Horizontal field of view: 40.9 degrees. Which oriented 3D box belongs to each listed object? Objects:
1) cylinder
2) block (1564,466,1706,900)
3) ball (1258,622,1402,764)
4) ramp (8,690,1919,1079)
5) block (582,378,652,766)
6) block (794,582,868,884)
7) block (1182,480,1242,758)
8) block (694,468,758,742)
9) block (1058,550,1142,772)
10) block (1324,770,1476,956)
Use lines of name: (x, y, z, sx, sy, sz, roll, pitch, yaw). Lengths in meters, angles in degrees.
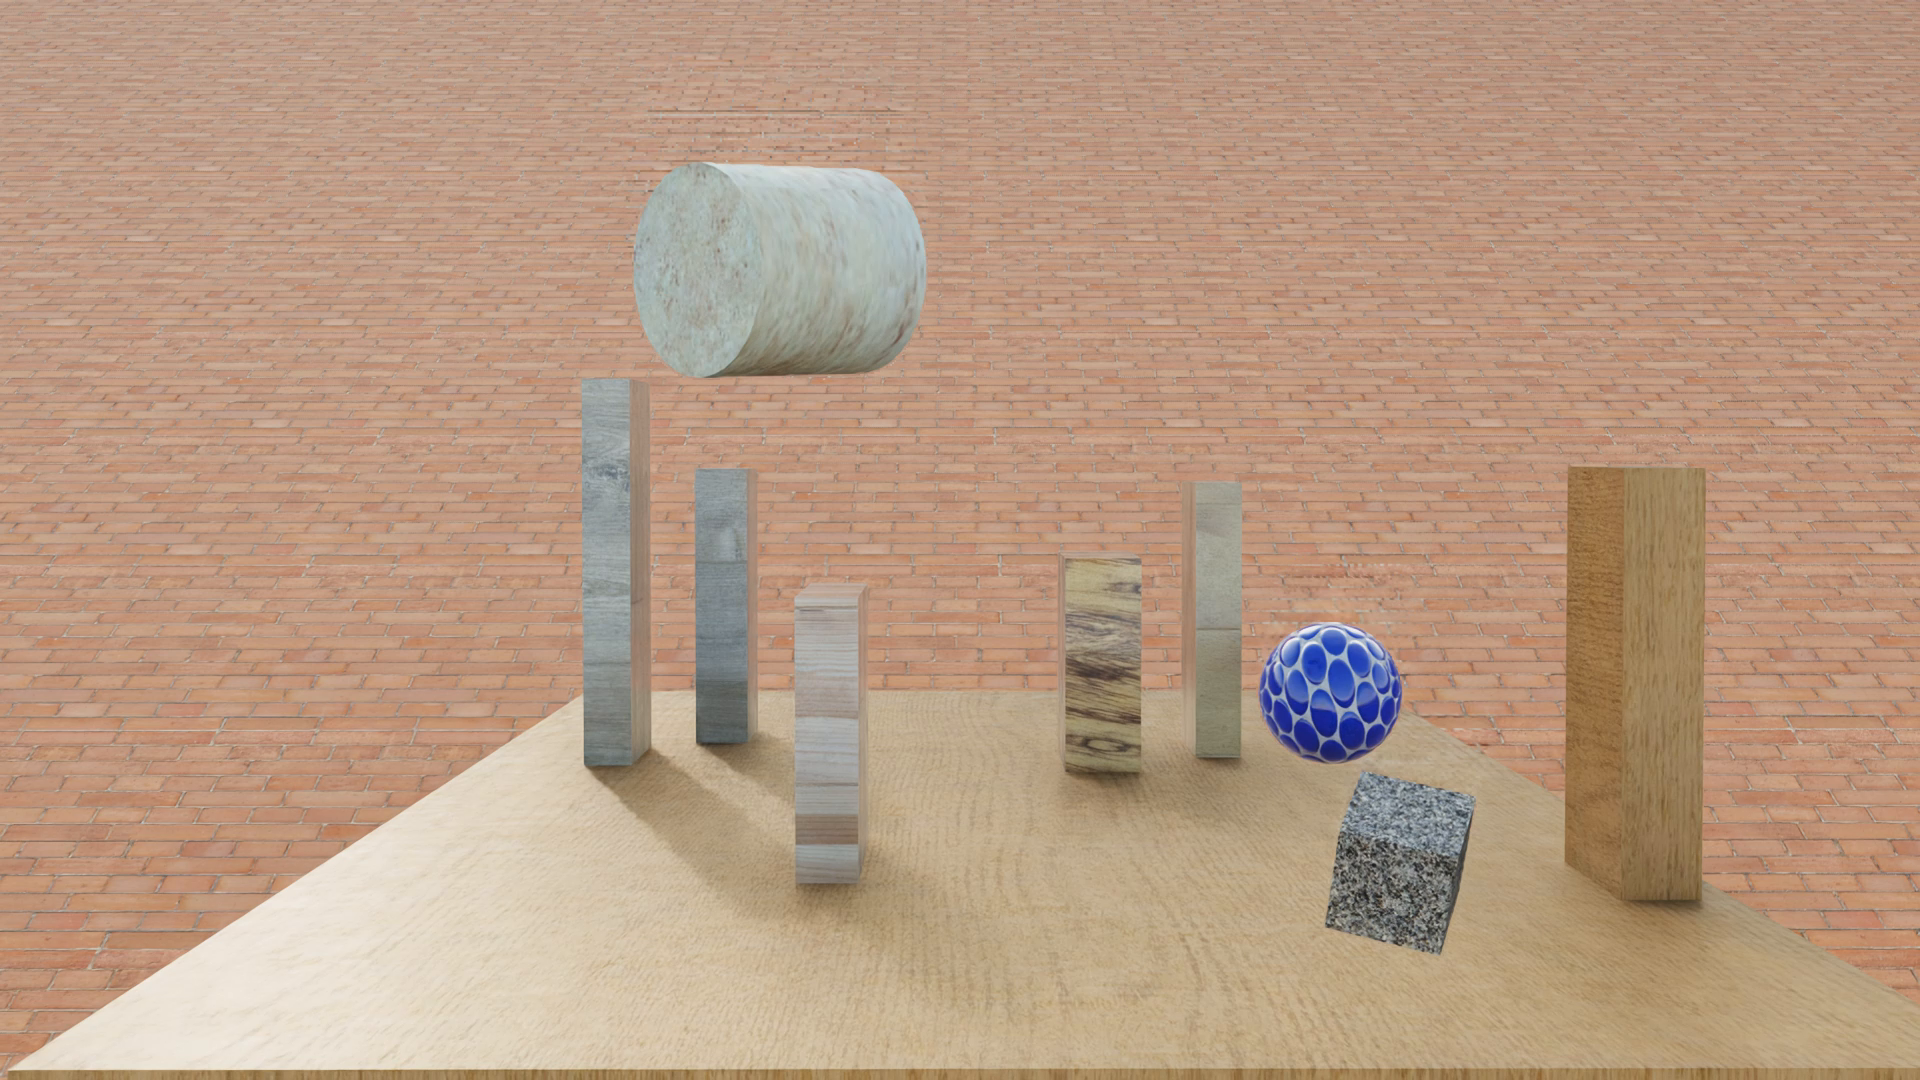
cylinder: (-0.165, -0.246, 2.355, 0.190, 0.190, 0.190, -5, 22, -42)
block: (0.953, 0.190, 3.653, 0.110, 0.587, 0.323, 0, 2, 0)
ball: (0.404, 0.167, 2.815, 0.155, 0.155, 0.155, 0, 24, 0)
ramp: (0.056, 0.503, 4.548, 2.000, 0.100, 4.000, 0, 2, 0)
block: (-0.685, 0.057, 5.159, 0.093, 0.750, 0.332, 0, 2, 0)
block: (-0.188, 0.276, 3.839, 0.089, 0.404, 0.409, 0, 2, 0)
block: (0.514, 0.154, 5.283, 0.091, 0.546, 0.327, 0, 2, 0)
block: (-0.499, 0.133, 5.520, 0.108, 0.573, 0.282, 0, 2, 0)
block: (0.272, 0.231, 5.078, 0.144, 0.406, 0.373, 0, 2, 0)
block: (0.448, 0.327, 2.618, 0.118, 0.118, 0.118, 12, 29, 15)
